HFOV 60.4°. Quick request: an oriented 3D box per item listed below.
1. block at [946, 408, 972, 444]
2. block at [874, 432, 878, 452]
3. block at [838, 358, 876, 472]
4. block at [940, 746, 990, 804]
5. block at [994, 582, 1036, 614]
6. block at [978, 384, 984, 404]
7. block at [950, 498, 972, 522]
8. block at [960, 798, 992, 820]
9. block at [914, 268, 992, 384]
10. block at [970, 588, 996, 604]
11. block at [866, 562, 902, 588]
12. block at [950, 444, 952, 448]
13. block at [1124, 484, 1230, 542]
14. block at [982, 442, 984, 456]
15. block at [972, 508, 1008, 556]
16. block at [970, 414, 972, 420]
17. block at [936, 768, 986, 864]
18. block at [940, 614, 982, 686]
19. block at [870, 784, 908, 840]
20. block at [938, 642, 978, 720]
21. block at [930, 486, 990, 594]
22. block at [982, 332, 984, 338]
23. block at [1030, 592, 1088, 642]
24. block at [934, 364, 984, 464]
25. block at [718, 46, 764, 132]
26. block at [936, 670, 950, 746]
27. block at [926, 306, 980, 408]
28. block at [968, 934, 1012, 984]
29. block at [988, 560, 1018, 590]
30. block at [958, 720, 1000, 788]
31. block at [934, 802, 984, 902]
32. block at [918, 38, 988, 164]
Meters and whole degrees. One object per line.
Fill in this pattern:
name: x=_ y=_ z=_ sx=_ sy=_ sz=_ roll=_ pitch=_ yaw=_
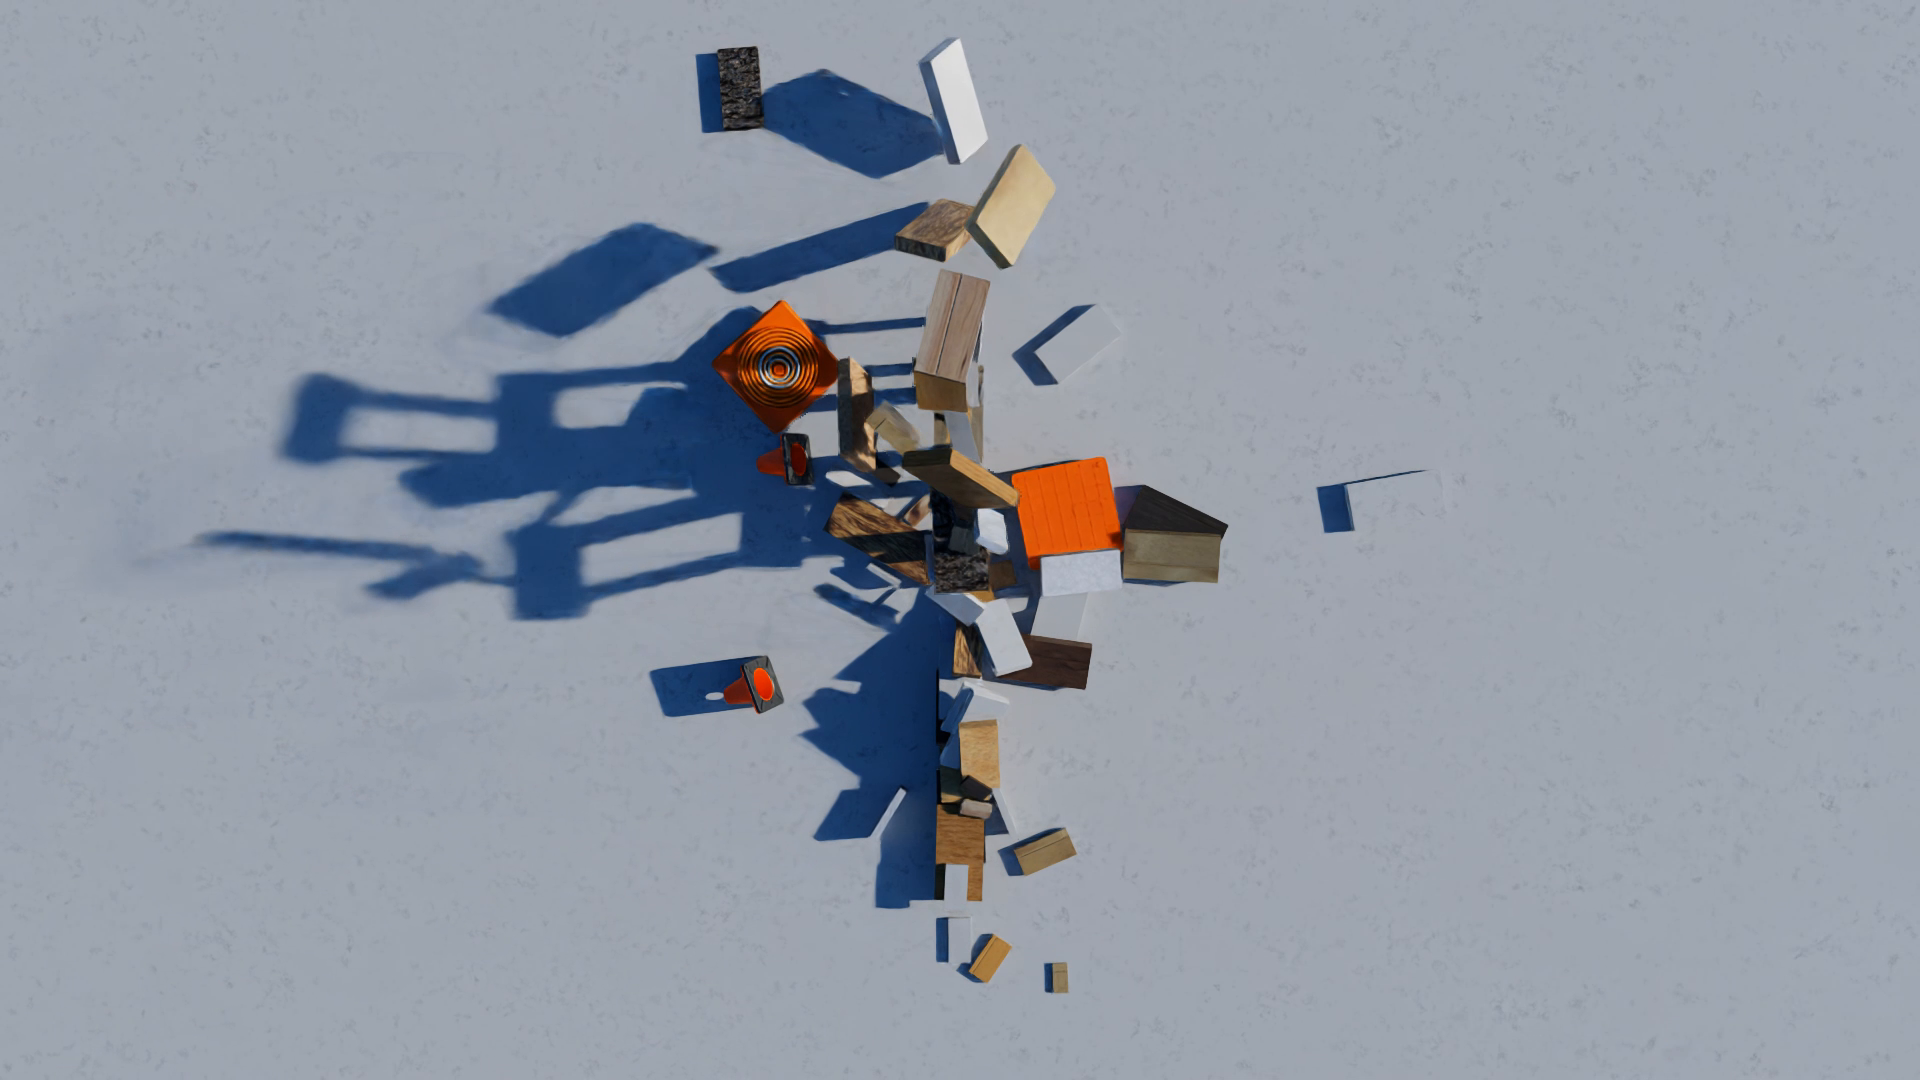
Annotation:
block: x=-0.002 y=-0.359 z=5.004 sx=0.067 sy=0.019 sz=0.134 roll=4 pitch=90 yaw=0
block: x=-0.306 y=-0.307 z=5.492 sx=0.053 sy=0.015 sz=0.106 roll=8 pitch=90 yaw=0
block: x=-0.326 y=-0.393 z=5.194 sx=0.046 sy=0.162 sz=0.324 roll=-11 pitch=68 yaw=20
block: x=0.011 y=0.706 z=5.444 sx=0.157 sy=0.044 sz=0.313 roll=-3 pitch=78 yaw=0
block: x=0.164 y=0.203 z=5.488 sx=0.166 sy=0.023 sz=0.083 roll=-17 pitch=90 yaw=0
block: x=-0.006 y=-0.450 z=4.996 sx=0.148 sy=0.297 sz=0.042 roll=7 pitch=92 yaw=2
block: x=0.017 y=-0.098 z=4.800 sx=0.068 sy=0.019 sz=0.135 roll=-19 pitch=90 yaw=5
block: x=0.053 y=0.880 z=5.393 sx=0.099 sy=0.014 sz=0.050 roll=11 pitch=111 yaw=-5
block: x=-0.020 y=-0.583 z=4.503 sx=0.143 sy=0.041 sz=0.286 roll=14 pitch=89 yaw=3
block: x=0.042 y=0.130 z=5.452 sx=0.093 sy=0.026 sz=0.186 roll=-20 pitch=72 yaw=-2
block: x=-0.253 y=0.115 z=5.469 sx=0.121 sy=0.060 sz=0.017 roll=31 pitch=96 yaw=0
block: x=0.003 y=-0.294 z=5.081 sx=0.067 sy=0.134 sz=0.019 roll=-1 pitch=88 yaw=0
block: x=0.716 y=-0.047 z=5.478 sx=0.311 sy=0.044 sz=0.156 roll=26 pitch=90 yaw=0
block: x=-0.003 y=-0.289 z=5.346 sx=0.154 sy=0.308 sz=0.044 roll=0 pitch=90 yaw=0
block: x=0.083 y=-0.032 z=4.624 sx=0.091 sy=0.182 sz=0.026 roll=26 pitch=117 yaw=-17
block: x=0.003 y=-0.399 z=5.081 sx=0.067 sy=0.134 sz=0.019 roll=1 pitch=75 yaw=0
block: x=0.004 y=0.915 z=5.478 sx=0.157 sy=0.044 sz=0.313 roll=-1 pitch=90 yaw=0
block: x=0.003 y=0.367 z=5.452 sx=0.125 sy=0.035 sz=0.249 roll=-4 pitch=77 yaw=-2
block: x=-0.235 y=0.902 z=5.453 sx=0.027 sy=0.094 sz=0.187 roll=32 pitch=90 yaw=1
block: x=-0.005 y=0.461 z=5.394 sx=0.125 sy=0.035 sz=0.249 roll=1 pitch=77 yaw=-1
block: x=0.001 y=-0.005 z=4.854 sx=0.157 sy=0.045 sz=0.315 roll=-3 pitch=90 yaw=0
block: x=-0.006 y=-0.646 z=5.041 sx=0.148 sy=0.384 sz=0.042 roll=3 pitch=92 yaw=2
block: x=0.336 y=0.218 z=5.479 sx=0.150 sy=0.043 sz=0.301 roll=14 pitch=90 yaw=0
block: x=-0.004 y=-0.394 z=5.170 sx=0.154 sy=0.044 sz=0.308 roll=1 pitch=90 yaw=0
block: x=-0.728 y=-1.499 z=5.481 sx=0.132 sy=0.037 sz=0.265 roll=-5 pitch=90 yaw=0
block: x=-0.016 y=0.552 z=5.435 sx=0.125 sy=0.035 sz=0.249 roll=0 pitch=67 yaw=0
block: x=-0.023 y=-0.535 z=4.827 sx=0.148 sy=0.042 sz=0.297 roll=-1 pitch=90 yaw=2
block: x=0.101 y=1.393 z=5.490 sx=0.074 sy=0.021 sz=0.148 roll=34 pitch=90 yaw=0
block: x=0.100 y=0.125 z=5.488 sx=0.166 sy=0.023 sz=0.083 roll=-14 pitch=90 yaw=0
block: x=0.062 y=0.695 z=5.325 sx=0.123 sy=0.035 sz=0.247 roll=-5 pitch=120 yaw=-3
block: x=-0.001 y=1.027 z=5.433 sx=0.157 sy=0.044 sz=0.313 roll=2 pitch=90 yaw=0
block: x=-0.019 y=-1.417 z=5.334 sx=0.050 sy=0.176 sz=0.353 roll=8 pitch=132 yaw=34
